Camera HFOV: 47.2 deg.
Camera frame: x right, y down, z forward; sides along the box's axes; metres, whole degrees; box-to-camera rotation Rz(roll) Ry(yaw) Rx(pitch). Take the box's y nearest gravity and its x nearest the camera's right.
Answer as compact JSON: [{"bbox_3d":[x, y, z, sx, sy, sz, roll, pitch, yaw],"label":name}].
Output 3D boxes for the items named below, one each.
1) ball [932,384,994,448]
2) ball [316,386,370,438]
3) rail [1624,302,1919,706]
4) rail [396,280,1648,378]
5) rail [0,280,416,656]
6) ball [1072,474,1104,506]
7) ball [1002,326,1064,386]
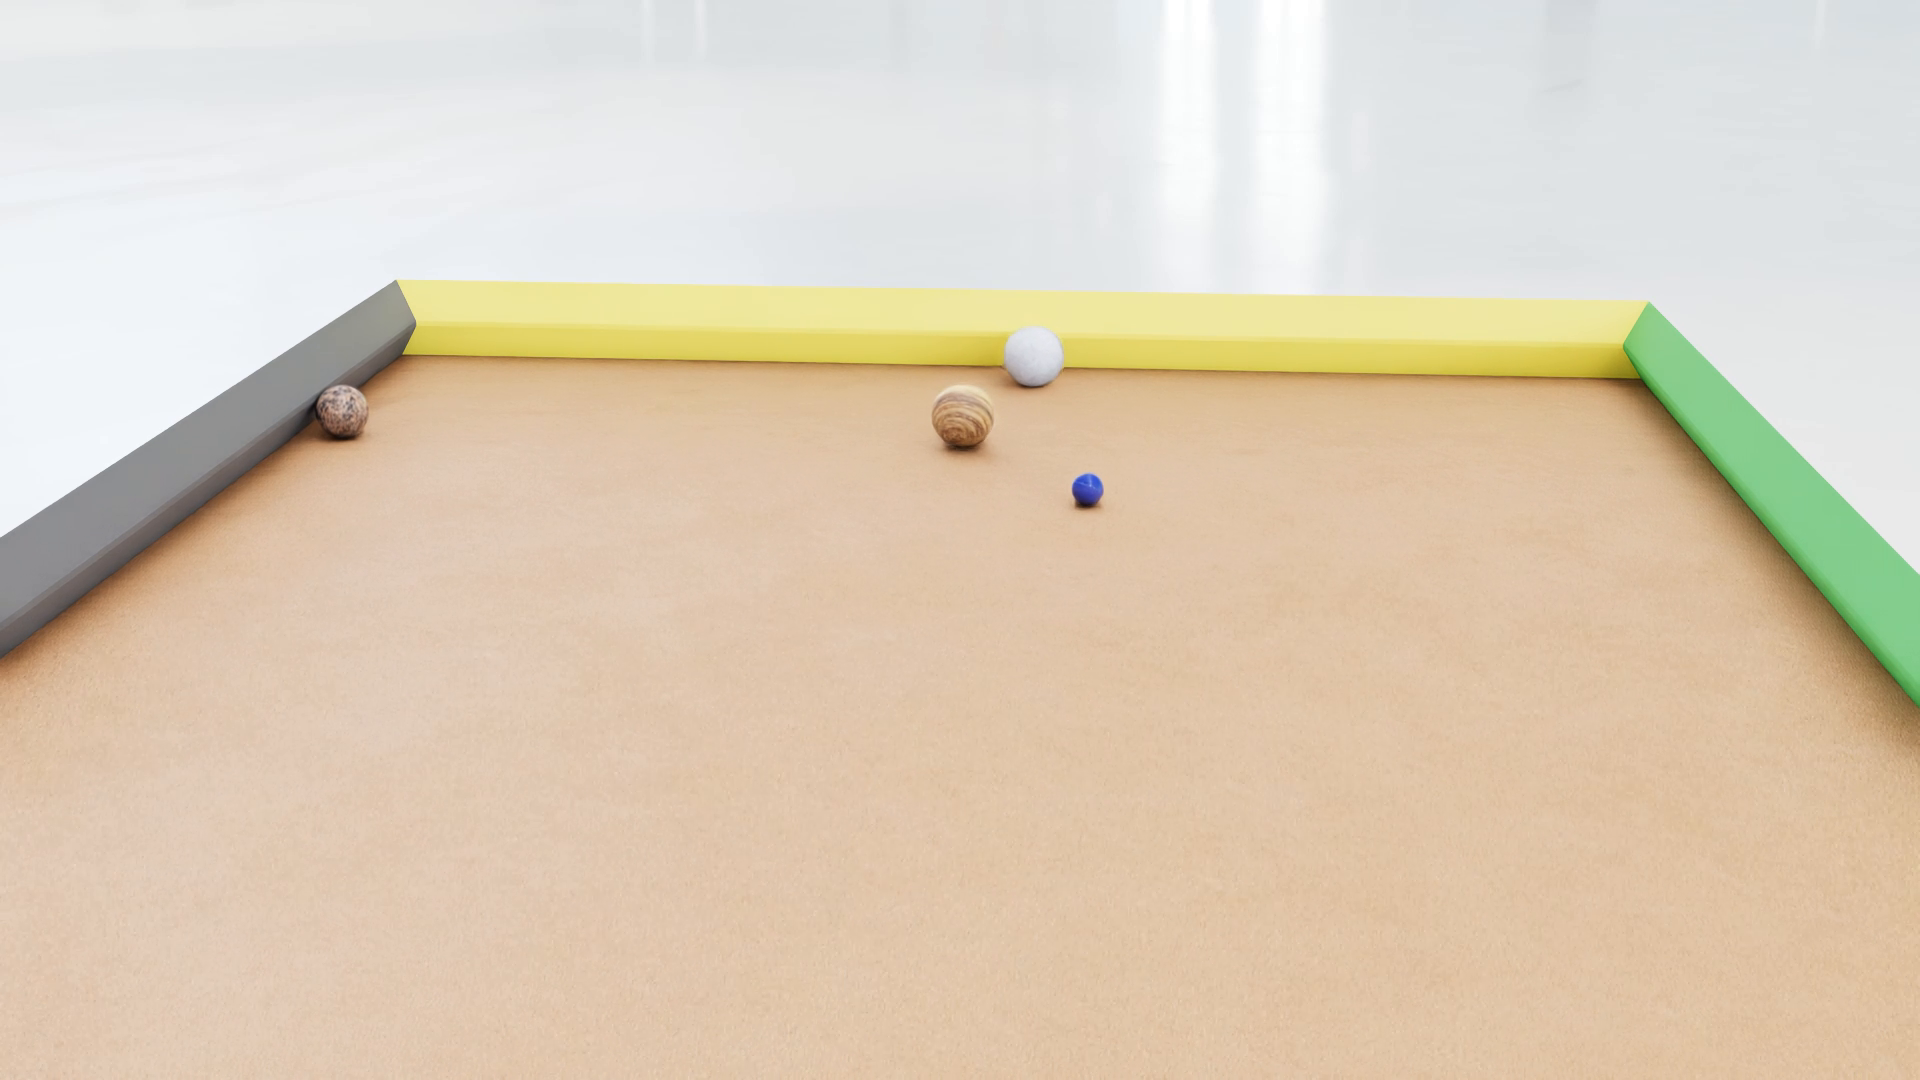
[{"bbox_3d":[0.004,-0.179,3.176,0.092,0.092,0.092,0,19,0],"label":"ball"},{"bbox_3d":[-0.906,-0.188,3.227,0.077,0.077,0.077,0,19,0],"label":"ball"},{"bbox_3d":[0.921,0.327,1.634,0.045,0.126,4.048,1,19,4],"label":"rail"},{"bbox_3d":[0.079,-0.342,3.597,2.056,0.126,0.045,1,19,4],"label":"rail"},{"bbox_3d":[-1.082,0.275,1.785,0.045,0.126,4.048,1,19,4],"label":"rail"},{"bbox_3d":[0.170,-0.067,2.922,0.043,0.043,0.043,0,19,0],"label":"ball"},{"bbox_3d":[0.117,-0.294,3.504,0.097,0.097,0.097,0,19,0],"label":"ball"}]
